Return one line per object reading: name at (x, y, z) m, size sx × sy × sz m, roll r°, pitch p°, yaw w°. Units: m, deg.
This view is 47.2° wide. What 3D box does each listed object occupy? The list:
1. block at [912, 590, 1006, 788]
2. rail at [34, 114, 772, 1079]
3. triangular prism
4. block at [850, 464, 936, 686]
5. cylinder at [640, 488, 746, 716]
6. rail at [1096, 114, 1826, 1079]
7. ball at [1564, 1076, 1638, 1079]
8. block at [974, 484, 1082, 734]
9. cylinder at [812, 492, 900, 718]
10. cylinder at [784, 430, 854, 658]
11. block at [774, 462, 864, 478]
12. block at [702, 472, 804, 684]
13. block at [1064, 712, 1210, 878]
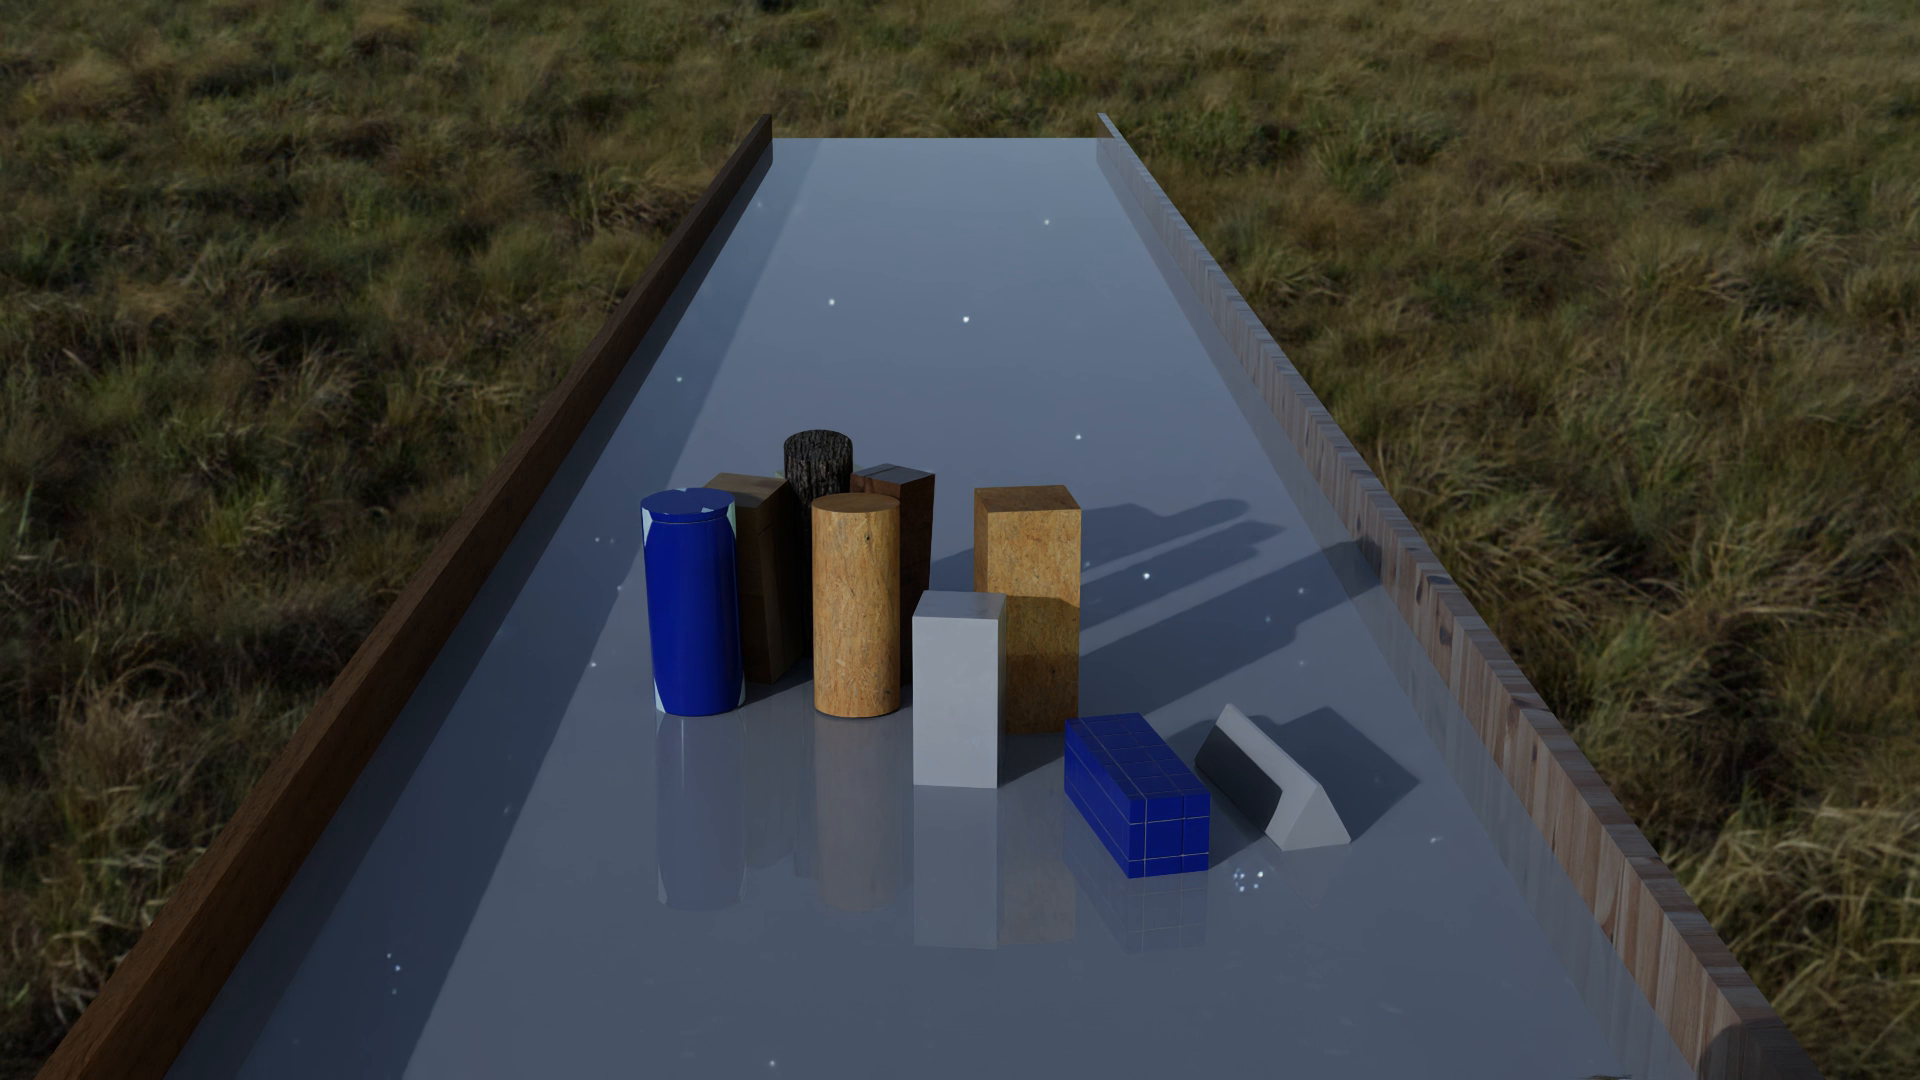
block at (0.000, 0.258, 3.821) m, size 0.145 × 0.307 × 0.145 m, roll 2°, pitch 17°, yaw 6°
rail at (-1.118, -0.838, 7.780) m, size 0.050 × 0.150 × 12.000 m, roll 0°, pitch 17°, yaw -1°
triangular prism at (0.525, 0.391, 3.717) m, size 0.123 × 0.106 × 0.383 m, roll -4°, pitch 17°, yaw -15°
block at (-0.139, 0.071, 4.250) m, size 0.116 × 0.411 × 0.116 m, roll 13°, pitch 18°, yaw 31°
cylinder at (-0.500, 0.116, 4.135) m, size 0.174 × 0.395 × 0.174 m, roll -1°, pitch 18°, yaw 0°
rail at (0.932, -0.844, 7.801) m, size 0.050 × 0.150 × 12.000 m, roll 0°, pitch 17°, yaw -1°
ball at (0.655, 0.716, 2.207) m, size 0.348 × 0.348 × 0.348 m, roll 0°, pitch 17°, yaw 0°
block at (0.121, 0.128, 4.053) m, size 0.169 × 0.424 × 0.169 m, roll -2°, pitch 17°, yaw -8°
cylinder at (-0.194, 0.120, 4.124) m, size 0.164 × 0.391 × 0.164 m, roll 0°, pitch 14°, yaw 0°
cylinder at (-0.277, 0.011, 4.369) m, size 0.133 × 0.449 × 0.133 m, roll 1°, pitch 30°, yaw 0°
block at (-0.269, 0.014, 4.602) m, size 0.162 × 0.319 × 0.162 m, roll -12°, pitch 20°, yaw -22°
block at (-0.417, 0.075, 4.291) m, size 0.147 × 0.374 × 0.147 m, roll 6°, pitch 25°, yaw 20°
block at (0.285, 0.413, 3.608) m, size 0.131 × 0.131 × 0.361 m, roll -4°, pitch 17°, yaw -13°
